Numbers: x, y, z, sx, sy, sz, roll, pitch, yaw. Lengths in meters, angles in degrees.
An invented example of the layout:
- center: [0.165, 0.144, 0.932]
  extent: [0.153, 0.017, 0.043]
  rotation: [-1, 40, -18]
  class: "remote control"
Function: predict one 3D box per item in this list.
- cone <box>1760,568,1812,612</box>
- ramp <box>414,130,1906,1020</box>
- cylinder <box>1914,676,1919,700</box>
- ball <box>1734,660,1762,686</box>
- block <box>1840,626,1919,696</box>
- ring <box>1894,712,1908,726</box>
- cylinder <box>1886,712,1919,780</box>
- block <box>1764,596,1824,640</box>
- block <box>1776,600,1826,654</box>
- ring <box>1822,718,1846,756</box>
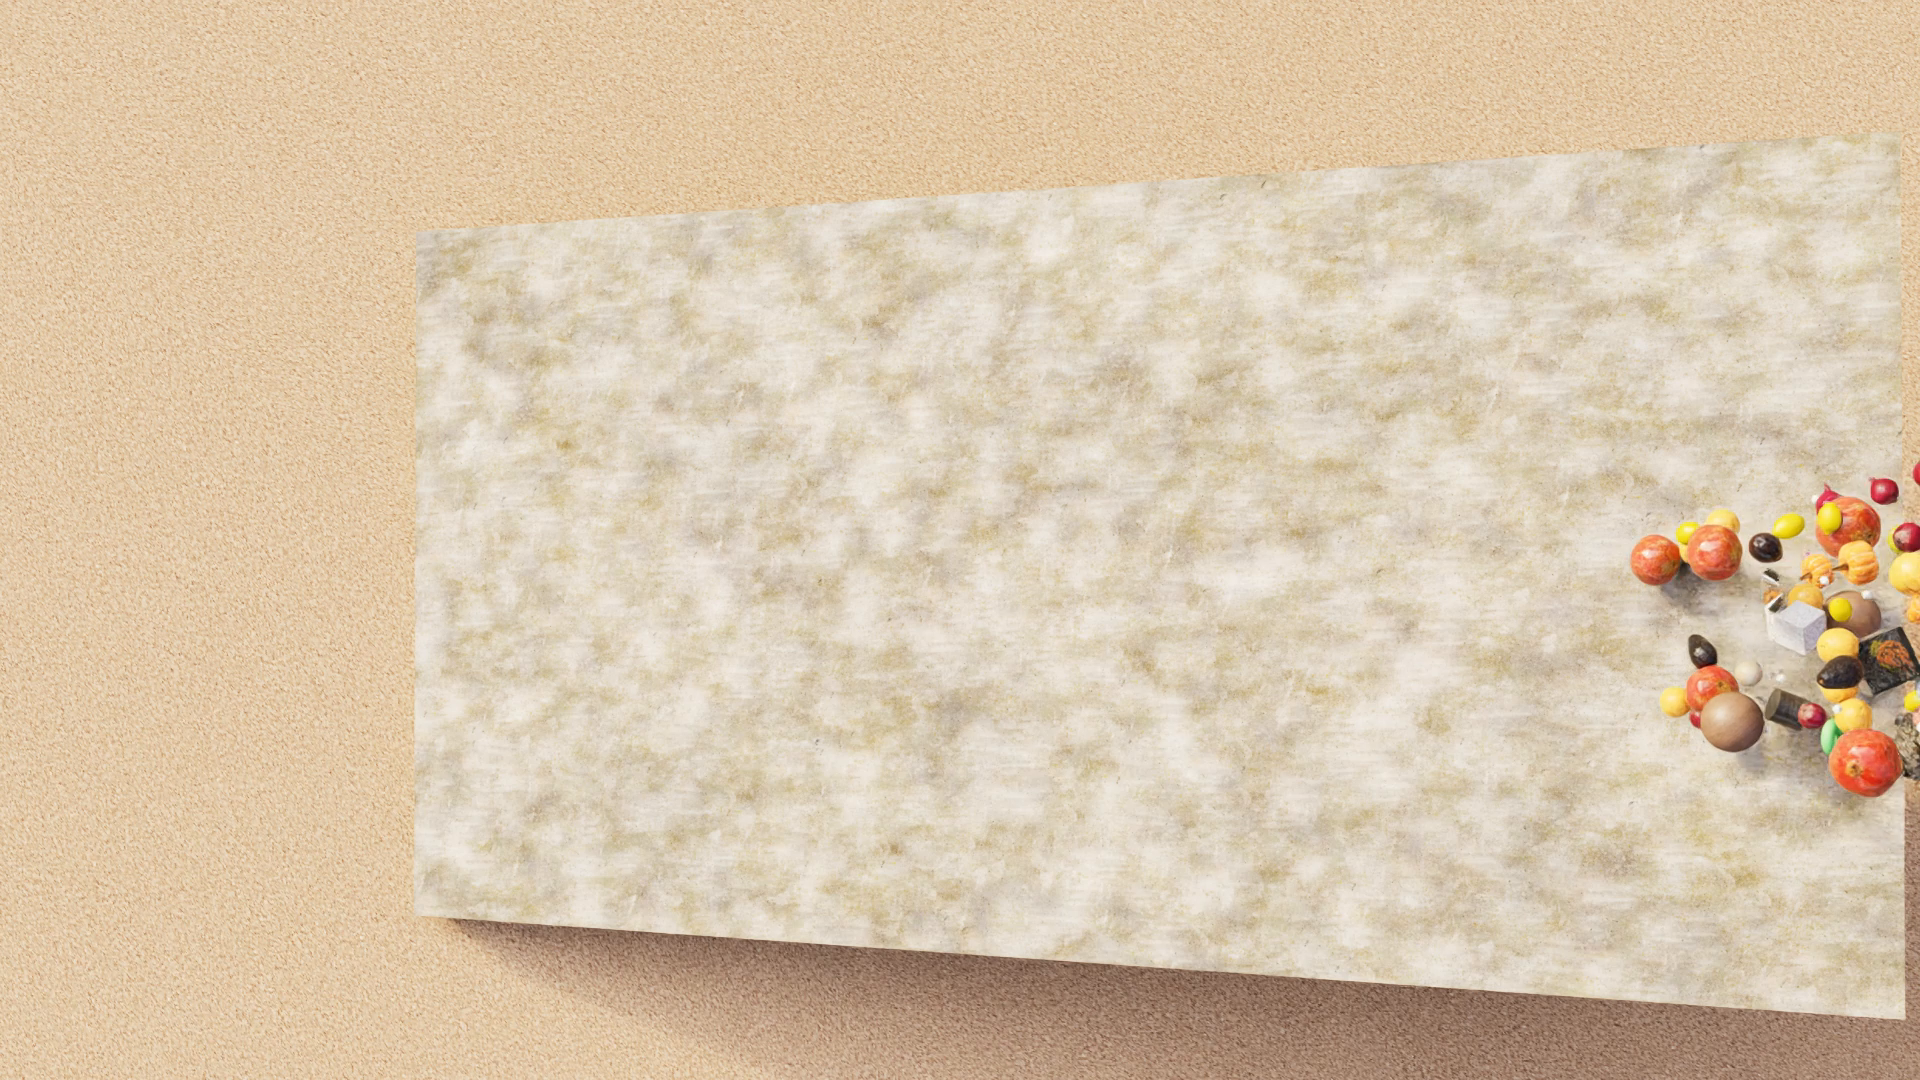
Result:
- center: [1.831, 0.107, 4.839]
  extent: [0.096, 0.096, 0.096]
  rotation: [-5, 89, -7]
  class: "cone"
- center: [0.283, 0.087, 5.736]
  extent: [4.000, 0.100, 2.000]
  rotation: [0, 89, 22]
  class: "ramp"
- center: [1.872, 0.275, 4.206]
  extent: [0.085, 0.085, 0.085]
  rotation: [5, 104, 19]
  class: "cylinder"
- center: [1.662, 0.281, 4.635]
  extent: [0.056, 0.056, 0.056]
  rotation: [0, 89, 0]
  class: "ball"
- center: [1.730, 0.226, 4.126]
  extent: [0.099, 0.099, 0.099]
  rotation: [-25, 82, 11]
  class: "block"
- center: [2.033, 0.406, 4.655]
  extent: [0.113, 0.113, 0.038]
  rotation: [37, 90, 0]
  class: "ring"
- center: [1.802, 0.386, 4.130]
  extent: [0.092, 0.092, 0.092]
  rotation: [0, 134, 0]
  class: "cylinder"
- center: [1.862, 0.175, 4.904]
  extent: [0.090, 0.090, 0.090]
  rotation: [-6, 89, -5]
  class: "block"
- center: [1.765, 0.184, 4.616]
  extent: [0.070, 0.070, 0.070]
  rotation: [-30, 124, -21]
  class: "block"
- center: [1.778, 0.402, 4.475]
  extent: [0.077, 0.026, 0.077]
  rotation: [0, 91, -42]
  class: "ring"
